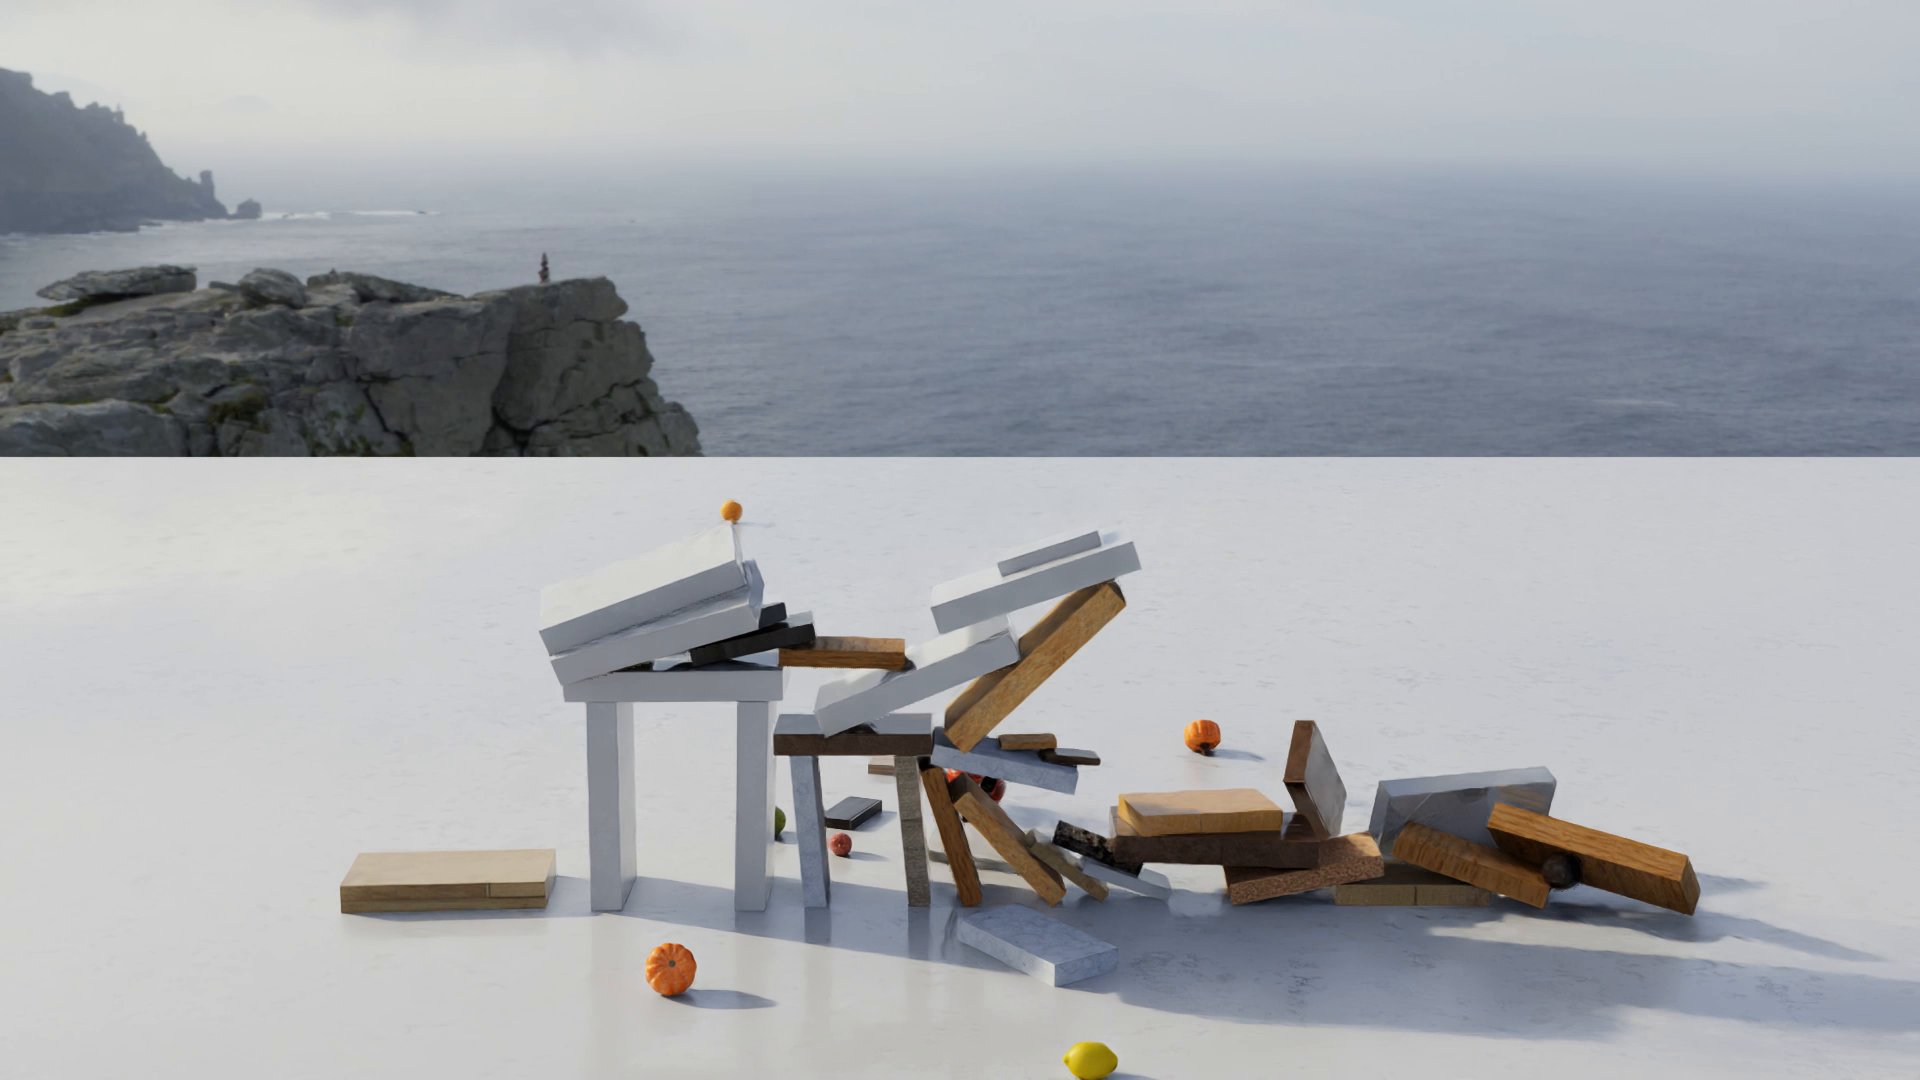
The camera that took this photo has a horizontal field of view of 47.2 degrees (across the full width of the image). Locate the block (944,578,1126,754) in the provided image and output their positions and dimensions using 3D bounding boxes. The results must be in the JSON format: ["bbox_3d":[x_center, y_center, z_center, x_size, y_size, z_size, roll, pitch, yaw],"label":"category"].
[{"bbox_3d":[0.120,0.193,3.591,0.355,0.048,0.169,-43,7,7],"label":"block"}]

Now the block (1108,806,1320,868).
[{"bbox_3d":[0.420,0.495,3.665,0.332,0.045,0.159,2,11,0],"label":"block"}]

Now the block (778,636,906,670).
[{"bbox_3d":[-0.192,0.183,3.592,0.202,0.029,0.101,2,10,-1],"label":"block"}]

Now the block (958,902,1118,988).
[{"bbox_3d":[0.118,0.623,3.397,0.122,0.035,0.245,-8,13,-35],"label":"block"}]

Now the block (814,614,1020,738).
[{"bbox_3d":[-0.069,0.217,3.597,0.338,0.048,0.169,-22,10,4],"label":"block"}]

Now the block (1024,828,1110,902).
[{"bbox_3d":[0.178,0.538,3.651,0.152,0.022,0.076,36,7,-9],"label":"block"}]

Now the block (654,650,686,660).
[{"bbox_3d":[-0.502,0.179,3.546,0.136,0.019,0.068,-12,9,11],"label":"block"}]

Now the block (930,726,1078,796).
[{"bbox_3d":[0.071,0.362,3.618,0.240,0.034,0.120,12,10,-2],"label":"block"}]

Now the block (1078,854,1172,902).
[{"bbox_3d":[0.274,0.556,3.655,0.152,0.022,0.076,19,9,-6],"label":"block"}]

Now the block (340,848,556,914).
[{"bbox_3d":[-0.848,0.567,3.665,0.329,0.047,0.165,-1,11,-4],"label":"block"}]

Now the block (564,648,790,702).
[{"bbox_3d":[-0.460,0.219,3.605,0.351,0.050,0.176,0,11,0],"label":"block"}]

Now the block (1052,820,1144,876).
[{"bbox_3d":[0.231,0.514,3.671,0.152,0.022,0.076,21,9,3],"label":"block"}]

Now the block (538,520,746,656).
[{"bbox_3d":[-0.511,0.075,3.536,0.329,0.047,0.165,-20,24,0],"label":"block"}]

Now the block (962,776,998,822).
[{"bbox_3d":[0.050,0.441,3.978,0.024,0.170,0.085,27,-12,2],"label":"block"}]

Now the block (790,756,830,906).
[{"bbox_3d":[-0.248,0.464,3.646,0.036,0.255,0.127,-5,10,1],"label":"block"}]

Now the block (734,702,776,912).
[{"bbox_3d":[-0.337,0.416,3.641,0.050,0.351,0.175,2,11,0],"label":"block"}]

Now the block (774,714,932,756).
[{"bbox_3d":[-0.174,0.319,3.620,0.255,0.036,0.127,0,11,0],"label":"block"}]

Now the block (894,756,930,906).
[{"bbox_3d":[-0.078,0.463,3.646,0.036,0.255,0.127,-5,11,0],"label":"block"}]

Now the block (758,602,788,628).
[{"bbox_3d":[-0.396,0.132,3.600,0.203,0.029,0.101,-6,5,28],"label":"block"}]

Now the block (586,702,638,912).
[{"bbox_3d":[-0.576,0.417,3.641,0.050,0.351,0.176,0,11,0],"label":"block"}]

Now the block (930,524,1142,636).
[{"bbox_3d":[0.122,0.062,3.570,0.338,0.048,0.169,-18,9,4],"label":"block"}]

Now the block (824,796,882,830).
[{"bbox_3d":[-0.203,0.506,4.071,0.068,0.019,0.136,4,11,21],"label":"block"}]

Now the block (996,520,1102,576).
[{"bbox_3d":[0.146,0.014,3.570,0.170,0.024,0.085,-18,10,7],"label":"block"}]

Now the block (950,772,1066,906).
[{"bbox_3d":[0.078,0.493,3.641,0.034,0.240,0.120,-42,10,5],"label":"block"}]

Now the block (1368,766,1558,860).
[{"bbox_3d":[0.864,0.481,3.802,0.318,0.159,0.045,-3,30,-16],"label":"block"}]

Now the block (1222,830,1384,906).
[{"bbox_3d":[0.569,0.546,3.665,0.253,0.036,0.126,-12,10,3],"label":"block"}]

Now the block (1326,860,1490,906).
[{"bbox_3d":[0.743,0.572,3.670,0.253,0.036,0.126,0,11,0],"label":"block"}]

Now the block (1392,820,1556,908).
[{"bbox_3d":[0.851,0.535,3.640,0.253,0.036,0.126,18,11,18],"label":"block"}]

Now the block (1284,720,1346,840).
[{"bbox_3d":[0.618,0.429,3.817,0.035,0.245,0.122,0,54,25],"label":"block"}]

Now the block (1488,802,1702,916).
[{"bbox_3d":[1.035,0.520,3.593,0.318,0.045,0.159,14,-21,33],"label":"block"}]

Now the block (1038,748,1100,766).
[{"bbox_3d":[0.180,0.356,3.623,0.093,0.013,0.046,7,9,-13],"label":"block"}]

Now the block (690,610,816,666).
[{"bbox_3d":[-0.338,0.160,3.589,0.203,0.029,0.101,-12,10,-3],"label":"block"}]

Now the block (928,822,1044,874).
[{"bbox_3d":[0.043,0.533,3.823,0.196,0.024,0.085,5,35,24],"label":"block"}]

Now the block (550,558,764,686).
[{"bbox_3d":[-0.482,0.130,3.520,0.329,0.047,0.165,-16,24,6],"label":"block"}]

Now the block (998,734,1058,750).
[{"bbox_3d":[0.111,0.333,3.635,0.093,0.013,0.046,-1,11,-6],"label":"block"}]

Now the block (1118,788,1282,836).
[{"bbox_3d":[0.399,0.453,3.665,0.245,0.035,0.122,-1,11,-15],"label":"block"}]

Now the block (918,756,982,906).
[{"bbox_3d":[-0.016,0.473,3.642,0.034,0.240,0.120,-17,11,0],"label":"block"}]

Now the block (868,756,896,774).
[{"bbox_3d":[-0.109,0.449,4.375,0.136,0.019,0.068,2,11,10],"label":"block"}]
